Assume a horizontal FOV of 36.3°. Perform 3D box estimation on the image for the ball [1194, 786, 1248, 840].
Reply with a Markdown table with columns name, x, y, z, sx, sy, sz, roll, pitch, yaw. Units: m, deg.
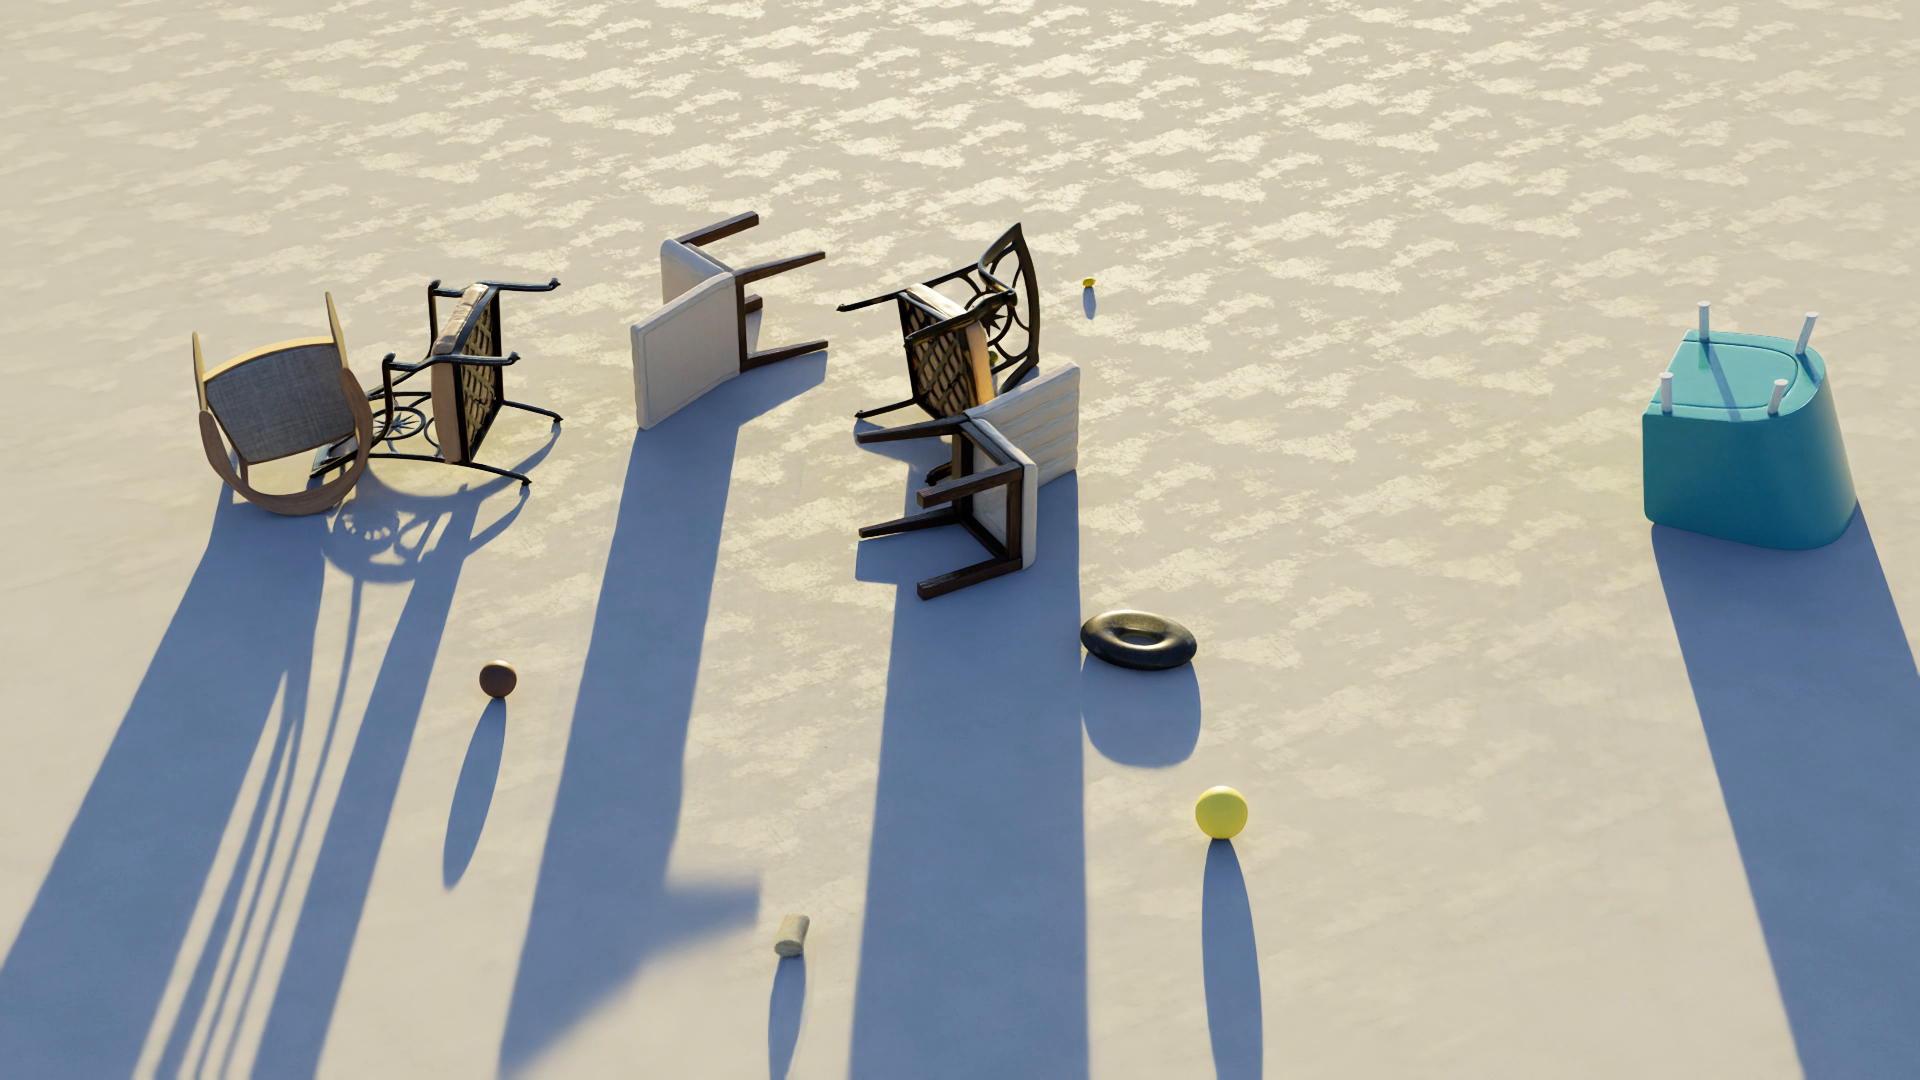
| name | x | y | z | sx | sy | sz | roll | pitch | yaw |
| --- | --- | --- | --- | --- | --- | --- | --- | --- | --- |
| ball | 0.843 | 0.879 | 9.454 | 0.171 | 0.171 | 0.171 | 0 | 33 | 0 |

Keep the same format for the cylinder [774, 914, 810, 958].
| name | x | y | z | sx | sy | sz | roll | pitch | yaw |
| --- | --- | --- | --- | --- | --- | --- | --- | --- | --- |
| cylinder | -0.516 | 1.218 | 9.032 | 0.091 | 0.068 | 0.125 | -12 | 30 | 17 |

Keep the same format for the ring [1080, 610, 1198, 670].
| name | x | y | z | sx | sy | sz | roll | pitch | yaw |
| --- | --- | --- | --- | --- | --- | --- | --- | --- | --- |
| ring | 0.629 | 0.354 | 10.341 | 0.423 | 0.075 | 0.309 | 11 | 36 | 15 |
